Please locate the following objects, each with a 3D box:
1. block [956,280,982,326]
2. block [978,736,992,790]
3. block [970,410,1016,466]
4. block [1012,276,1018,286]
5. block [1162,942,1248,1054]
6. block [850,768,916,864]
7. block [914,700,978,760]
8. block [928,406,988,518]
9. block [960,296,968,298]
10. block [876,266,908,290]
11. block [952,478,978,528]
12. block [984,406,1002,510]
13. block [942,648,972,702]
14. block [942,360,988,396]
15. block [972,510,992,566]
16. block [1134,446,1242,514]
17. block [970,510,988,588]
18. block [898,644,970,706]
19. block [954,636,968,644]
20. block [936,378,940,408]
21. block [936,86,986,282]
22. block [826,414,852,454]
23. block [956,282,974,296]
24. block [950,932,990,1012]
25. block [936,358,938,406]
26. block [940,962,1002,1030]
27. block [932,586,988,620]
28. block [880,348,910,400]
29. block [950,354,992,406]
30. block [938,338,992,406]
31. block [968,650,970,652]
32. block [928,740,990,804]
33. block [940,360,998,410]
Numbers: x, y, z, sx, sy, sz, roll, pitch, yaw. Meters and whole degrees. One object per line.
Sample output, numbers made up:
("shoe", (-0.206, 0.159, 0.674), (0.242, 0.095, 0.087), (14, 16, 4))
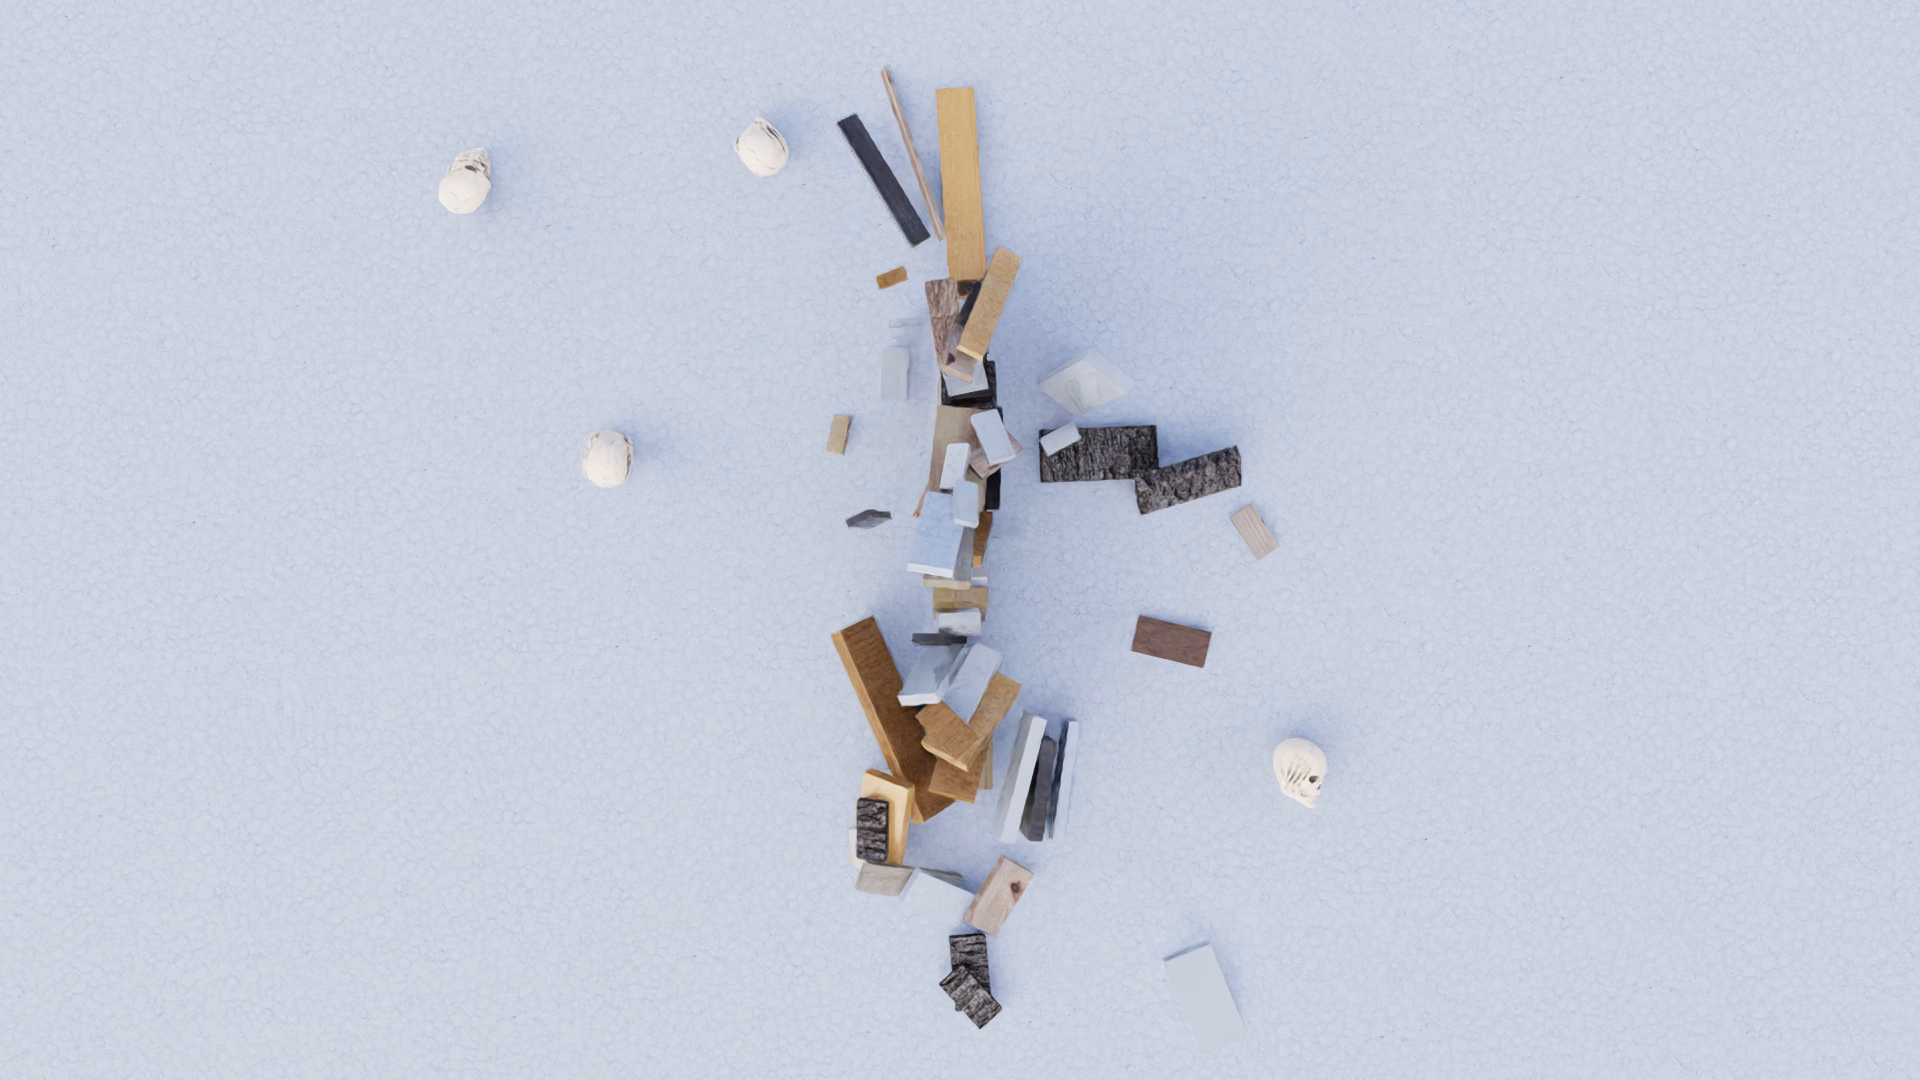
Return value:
("block", (0.063, -0.731, 5.222), (0.102, 0.204, 0.029), (30, 134, -8))
("block", (0.033, 0.672, 5.459), (0.149, 0.042, 0.299), (0, 82, 0))
("block", (0.100, -0.316, 5.063), (0.085, 0.024, 0.170), (-15, 68, -14))
("block", (0.157, -0.874, 5.430), (0.070, 0.140, 0.020), (40, 92, 0))
("block", (0.813, 1.519, 5.477), (0.164, 0.047, 0.329), (-22, 90, 0))
("block", (-0.253, 0.929, 5.394), (0.167, 0.047, 0.335), (17, 110, 23))
("block", (-0.043, 0.590, 5.189), (0.099, 0.028, 0.198), (-43, 61, -7))
("block", (0.000, -0.244, 5.096), (0.176, 0.050, 0.351), (5, 66, 2))
("block", (0.008, -0.863, 5.492), (0.059, 0.017, 0.117), (-3, 90, 0))
("block", (-0.220, -0.852, 5.360), (0.099, 0.014, 0.049), (-20, 60, 11))
("block", (0.016, -0.110, 4.933), (0.073, 0.021, 0.146), (16, 54, -24))
("block", (0.042, -0.264, 5.220), (0.175, 0.050, 0.351), (2, 62, 0))
("block", (0.010, 0.509, 5.439), (0.149, 0.042, 0.299), (0, 77, 0))
("block", (-0.001, -0.581, 5.213), (0.127, 0.036, 0.254), (-12, 64, -3))
("block", (0.018, -0.011, 5.057), (0.131, 0.263, 0.037), (6, 122, 6))
("block", (0.749, -0.196, 5.412), (0.348, 0.174, 0.049), (-17, 60, 0))
("block", (0.001, 0.020, 5.184), (0.170, 0.339, 0.048), (1, 131, 0))
("block", (-0.084, 0.432, 5.310), (0.138, 0.275, 0.039), (-7, 118, 28))
("block", (-0.013, 0.321, 5.426), (0.072, 0.145, 0.021), (-2, 78, 1))
("block", (0.008, -0.403, 5.431), (0.171, 0.048, 0.341), (2, 105, -1))
("block", (0.004, -1.177, 5.463), (0.127, 0.036, 0.643), (-4, 87, 0))
("block", (-0.401, -0.351, 5.478), (0.062, 0.018, 0.124), (13, 90, 26))
("block", (0.014, -0.871, 5.472), (0.058, 0.017, 0.117), (-6, 87, 0))
("block", (0.035, 1.436, 5.483), (0.122, 0.035, 0.244), (-5, 90, 0))
("block", (0.006, -0.593, 5.430), (0.171, 0.048, 0.341), (1, 105, -1))
("block", (0.036, 1.508, 5.451), (0.100, 0.028, 0.200), (-43, 90, 0))
("block", (-0.001, 0.204, 5.244), (0.170, 0.450, 0.048), (1, 80, 0))
("block", (-0.217, -0.553, 5.488), (0.086, 0.024, 0.172), (4, 90, 0))
("block", (0.023, -0.550, 5.237), (0.127, 0.036, 0.254), (-7, 64, -1))
("block", (0.017, -0.583, 5.338), (0.171, 0.048, 0.341), (-1, 93, -1))
("block", (0.028, 0.399, 5.373), (0.068, 0.137, 0.019), (-39, 105, -10))
("block", (0.010, 0.685, 5.335), (0.149, 0.042, 0.299), (14, 70, 3))
("block", (0.030, -0.401, 5.221), (0.176, 0.050, 0.351), (-1, 66, -1))
